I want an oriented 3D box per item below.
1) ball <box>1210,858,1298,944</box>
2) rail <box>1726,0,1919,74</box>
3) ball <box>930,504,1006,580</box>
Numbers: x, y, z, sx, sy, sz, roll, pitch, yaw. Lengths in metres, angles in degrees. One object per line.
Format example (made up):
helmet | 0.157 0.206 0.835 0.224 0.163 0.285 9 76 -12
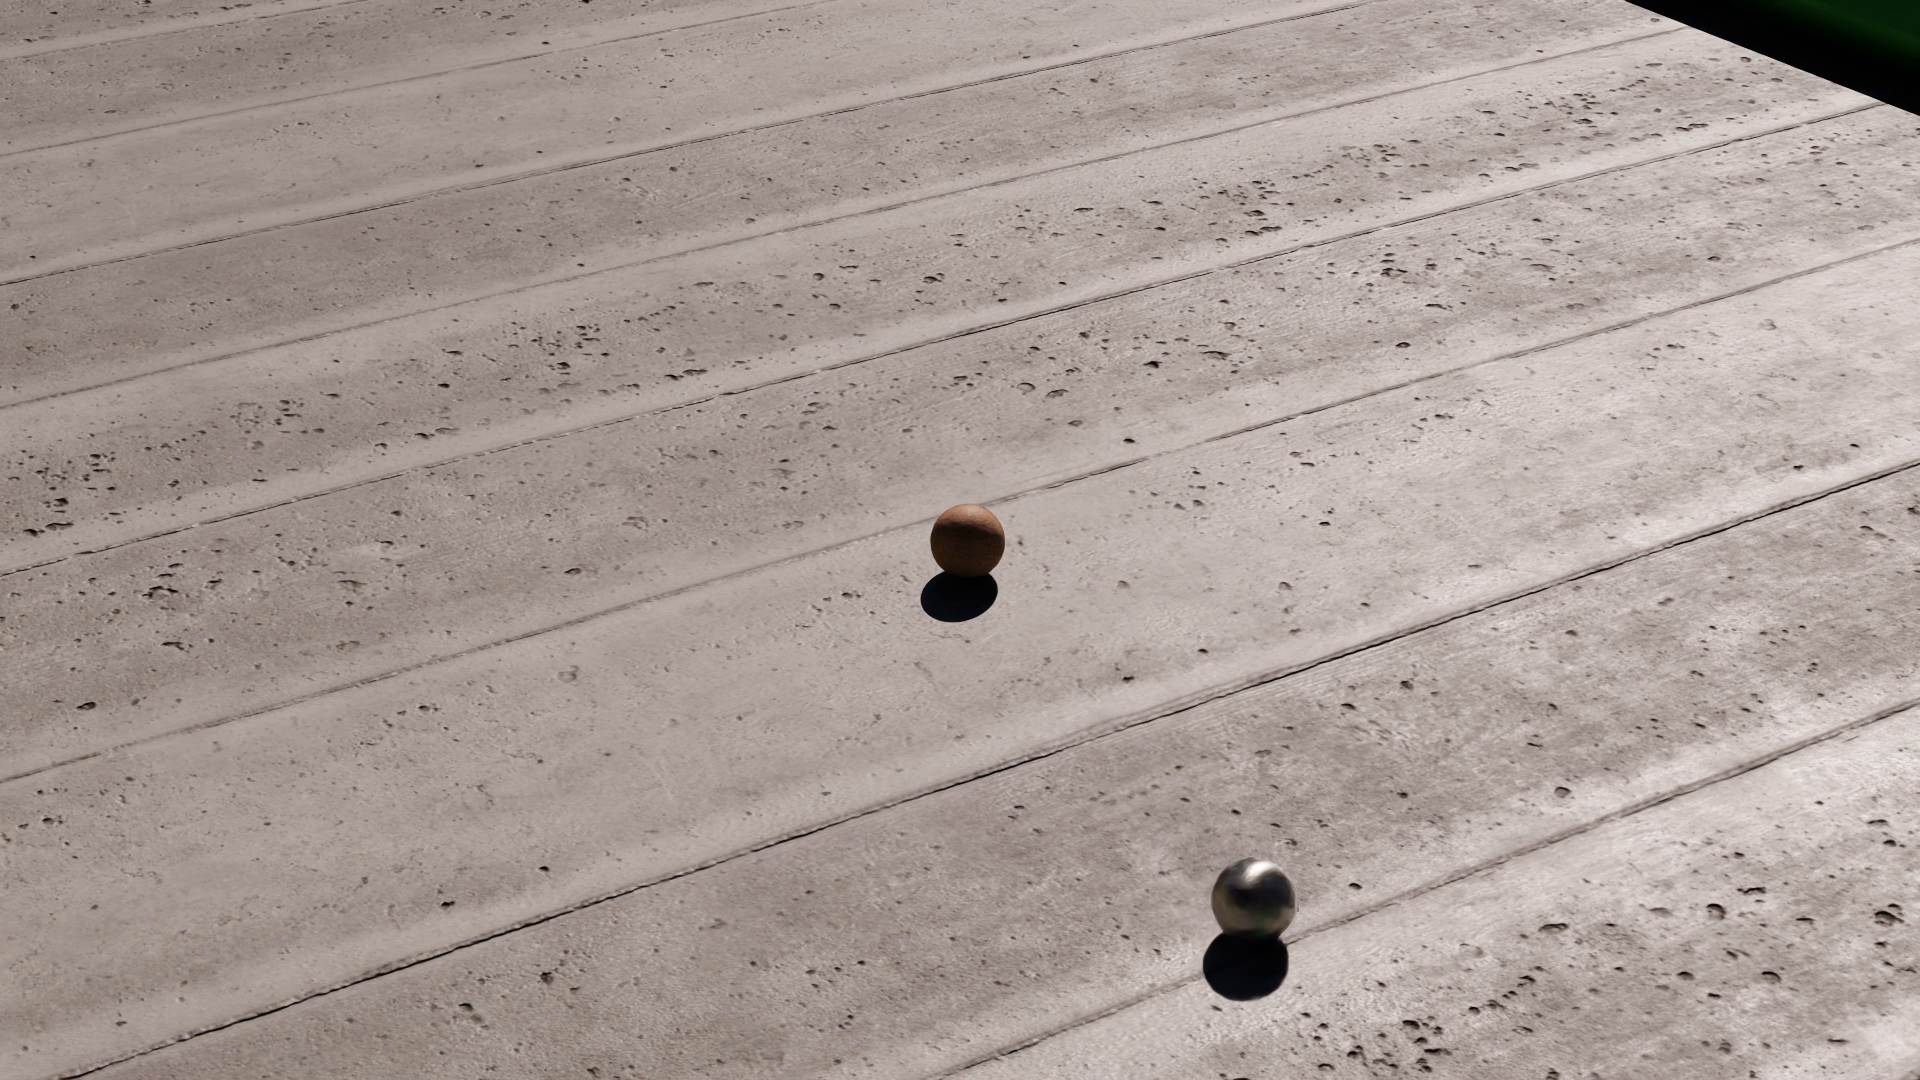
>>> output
ball | 0.154 0.190 1.545 0.045 0.045 0.045 0 28 0
rail | 0.501 -0.767 3.256 0.045 0.097 4.313 -16 32 -27
ball | 0.005 0.001 1.890 0.048 0.048 0.048 0 28 0
